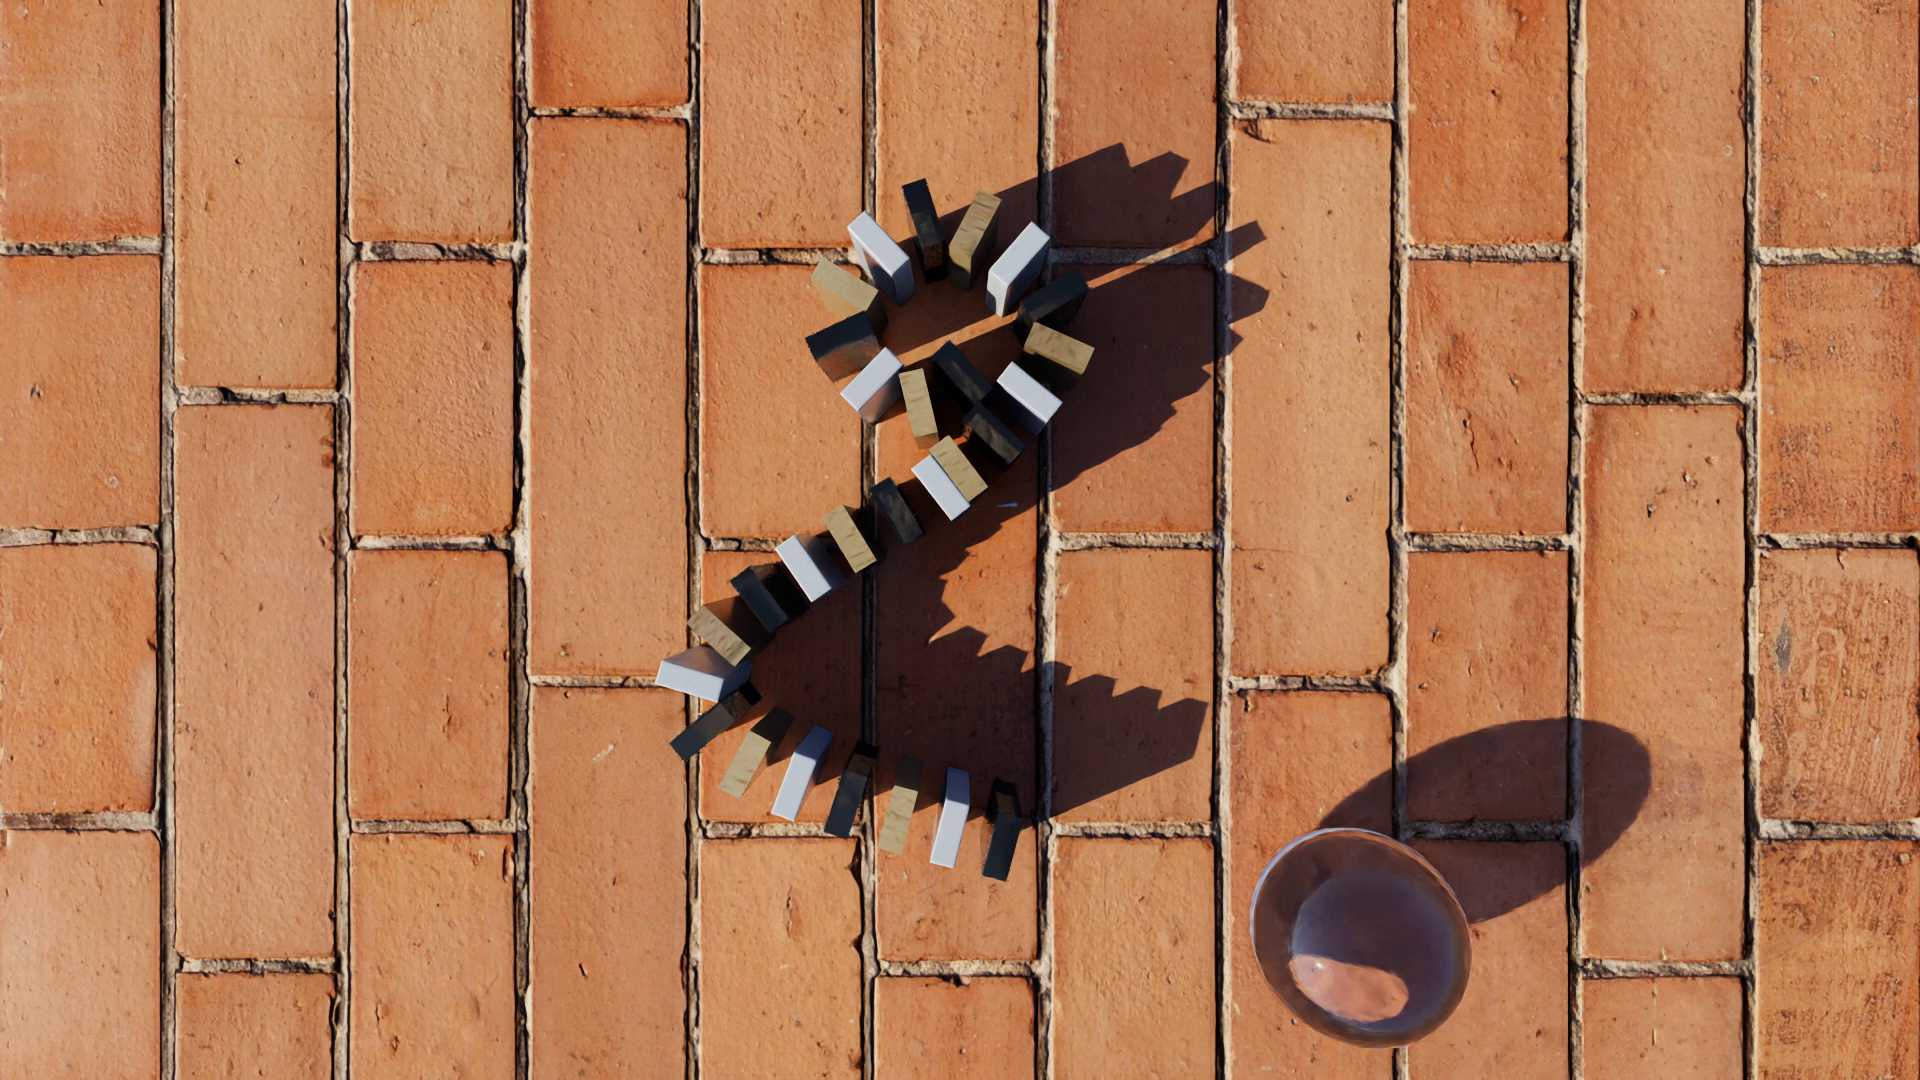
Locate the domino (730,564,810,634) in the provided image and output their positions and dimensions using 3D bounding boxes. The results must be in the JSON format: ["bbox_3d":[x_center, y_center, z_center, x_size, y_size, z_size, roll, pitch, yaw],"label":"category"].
[{"bbox_3d":[-0.077,0.023,0.375,0.010,0.050,0.025,-37,90,0],"label":"domino"}]

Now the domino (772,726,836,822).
[{"bbox_3d":[-0.063,0.094,0.375,0.010,0.050,0.025,21,90,0],"label":"domino"}]

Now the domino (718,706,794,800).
[{"bbox_3d":[-0.082,0.086,0.375,0.009,0.050,0.025,29,90,0],"label":"domino"}]

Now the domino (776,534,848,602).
[{"bbox_3d":[-0.060,0.011,0.375,0.009,0.050,0.025,-34,90,0],"label":"domino"}]

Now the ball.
[{"bbox_3d":[0.156,0.154,0.360,0.080,0.080,0.080,0,90,0],"label":"ball"}]

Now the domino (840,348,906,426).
[{"bbox_3d":[-0.034,-0.062,0.375,0.009,0.050,0.025,44,90,0],"label":"domino"}]

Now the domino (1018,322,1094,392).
[{"bbox_3d":[0.038,-0.074,0.375,0.025,0.050,0.009,24,90,0],"label":"domino"}]

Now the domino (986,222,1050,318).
[{"bbox_3d":[0.023,-0.109,0.375,0.010,0.050,0.025,41,90,0],"label":"domino"}]

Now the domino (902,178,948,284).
[{"bbox_3d":[-0.014,-0.125,0.375,0.010,0.050,0.025,-18,90,0],"label":"domino"}]

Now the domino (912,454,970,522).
[{"bbox_3d":[-0.007,-0.020,0.375,0.010,0.050,0.025,-38,90,0],"label":"domino"}]

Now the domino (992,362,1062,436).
[{"bbox_3d":[0.027,-0.057,0.375,0.025,0.050,0.010,39,90,0],"label":"domino"}]

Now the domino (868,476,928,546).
[{"bbox_3d":[-0.025,-0.011,0.375,0.009,0.050,0.025,-30,90,0],"label":"domino"}]

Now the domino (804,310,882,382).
[{"bbox_3d":[-0.046,-0.078,0.375,0.025,0.050,0.010,-25,90,0],"label":"domino"}]

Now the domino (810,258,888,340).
[{"bbox_3d":[-0.044,-0.098,0.375,0.025,0.050,0.009,31,90,0],"label":"domino"}]

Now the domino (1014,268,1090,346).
[{"bbox_3d":[0.036,-0.094,0.375,0.025,0.050,0.009,-31,90,0],"label":"domino"}]

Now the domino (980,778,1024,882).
[{"bbox_3d":[0.016,0.117,0.375,0.010,0.050,0.025,15,90,0],"label":"domino"}]

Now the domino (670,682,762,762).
[{"bbox_3d":[-0.099,0.073,0.375,0.025,0.050,0.009,-40,90,0],"label":"domino"}]

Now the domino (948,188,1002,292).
[{"bbox_3d":[0.006,-0.121,0.375,0.009,0.050,0.025,28,90,0],"label":"domino"}]

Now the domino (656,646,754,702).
[{"bbox_3d":[-0.103,0.054,0.375,0.025,0.050,0.010,17,90,0],"label":"domino"}]

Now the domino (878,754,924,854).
[{"bbox_3d":[-0.024,0.107,0.375,0.010,0.050,0.025,15,90,0],"label":"domino"}]

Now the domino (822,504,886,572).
[{"bbox_3d":[-0.042,0.000,0.375,0.009,0.050,0.025,-31,90,0],"label":"domino"}]

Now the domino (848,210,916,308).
[{"bbox_3d":[-0.031,-0.114,0.375,0.009,0.050,0.025,-43,90,0],"label":"domino"}]

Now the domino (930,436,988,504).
[{"bbox_3d":[-0.001,-0.027,0.375,0.009,0.050,0.025,-37,90,0],"label":"domino"}]

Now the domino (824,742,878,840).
[{"bbox_3d":[-0.044,0.101,0.375,0.009,0.050,0.025,18,90,0],"label":"domino"}]

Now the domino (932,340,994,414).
[{"bbox_3d":[0.001,-0.064,0.375,0.010,0.050,0.025,-43,90,0],"label":"domino"}]

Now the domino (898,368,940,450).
[{"bbox_3d":[-0.016,-0.052,0.375,0.010,0.050,0.025,-13,90,0],"label":"domino"}]

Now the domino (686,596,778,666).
[{"bbox_3d":[-0.092,0.037,0.375,0.025,0.050,0.009,42,90,0],"label":"domino"}]

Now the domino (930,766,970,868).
[{"bbox_3d":[-0.004,0.112,0.375,0.010,0.050,0.025,14,90,0],"label":"domino"}]

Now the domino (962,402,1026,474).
[{"bbox_3d":[0.013,-0.041,0.375,0.025,0.050,0.009,43,90,0],"label":"domino"}]
